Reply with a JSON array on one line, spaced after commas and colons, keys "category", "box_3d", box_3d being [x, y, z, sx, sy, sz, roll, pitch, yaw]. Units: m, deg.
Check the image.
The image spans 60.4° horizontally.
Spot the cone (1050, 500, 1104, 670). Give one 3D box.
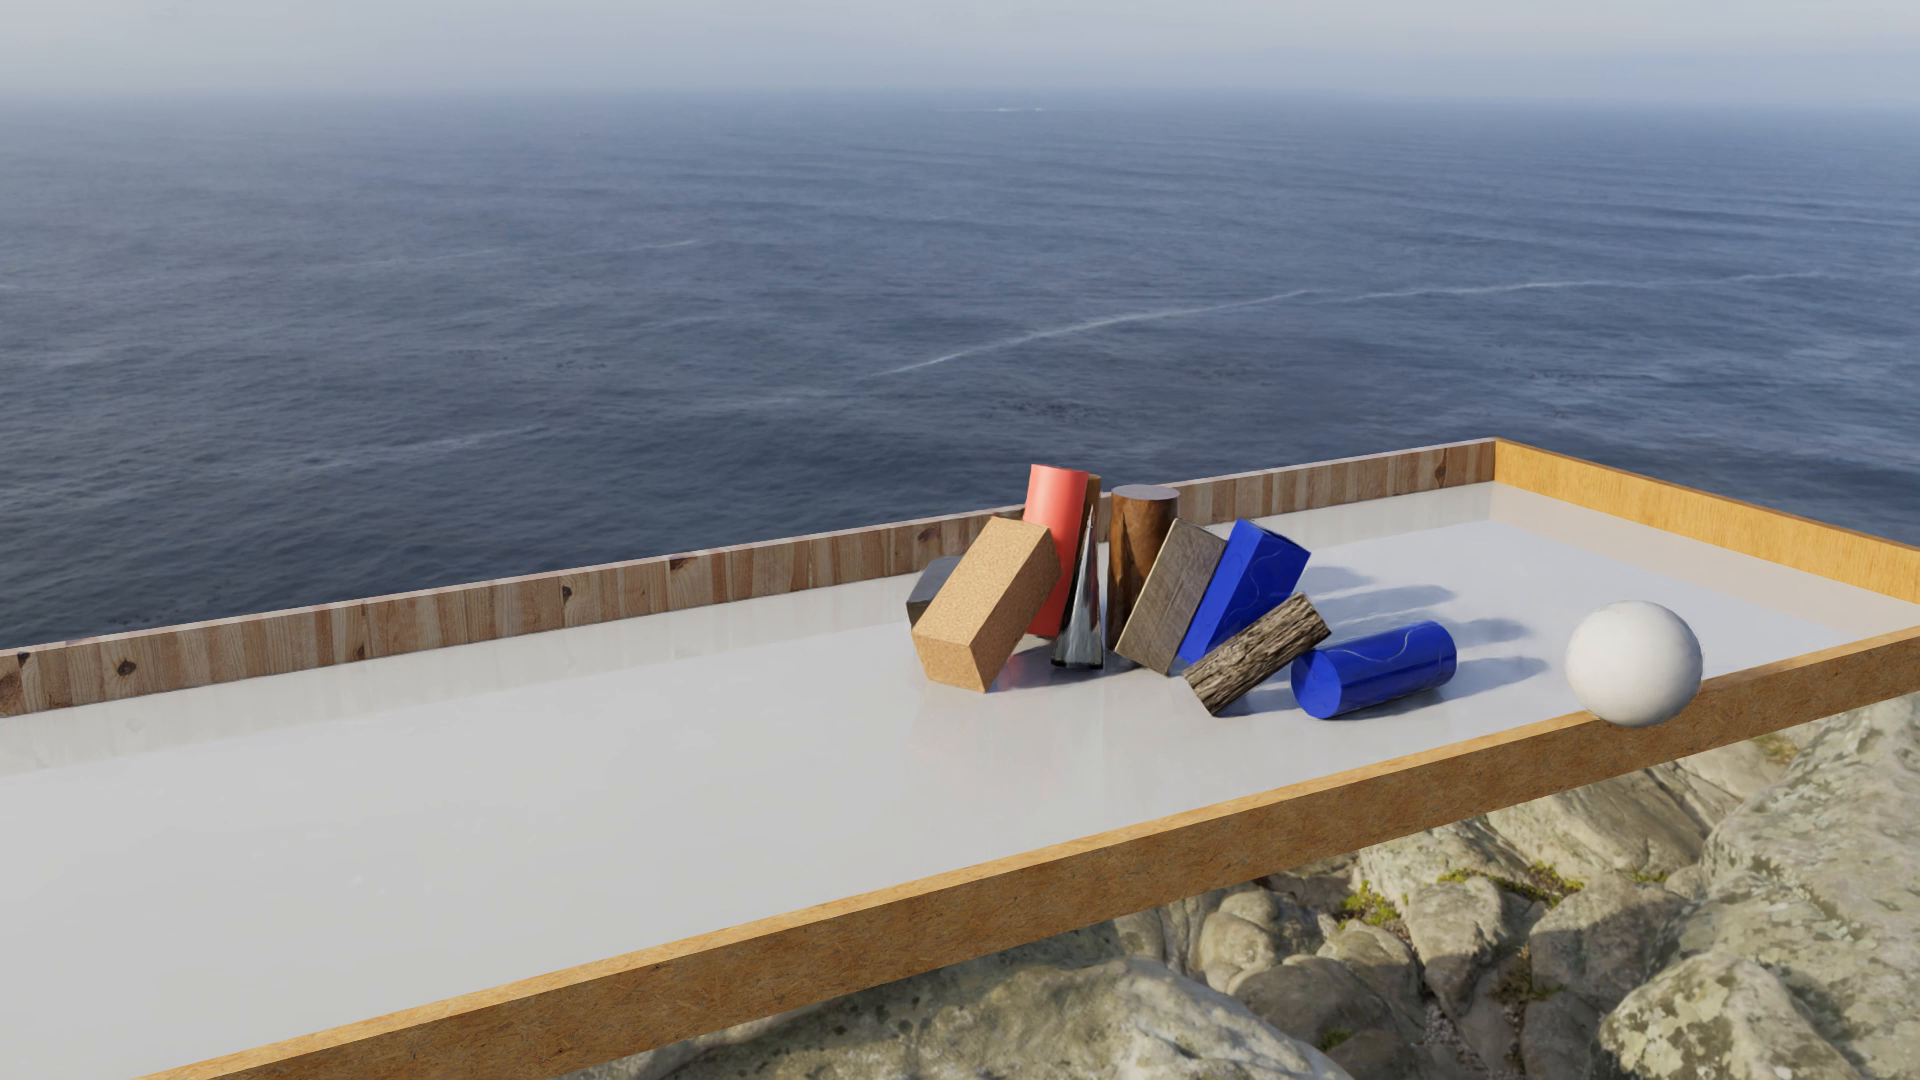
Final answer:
[{"category": "cone", "box_3d": [0.318, 0.110, 4.192, 0.136, 0.424, 0.136, 5, 3, 0]}]

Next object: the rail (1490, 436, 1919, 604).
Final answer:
[{"category": "rail", "box_3d": [2.466, -0.048, 5.253, 0.050, 0.150, 2.100, -9, 18, -27]}]

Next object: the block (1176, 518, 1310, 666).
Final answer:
[{"category": "block", "box_3d": [0.702, 0.156, 4.113, 0.145, 0.375, 0.145, 22, 9, -20]}]

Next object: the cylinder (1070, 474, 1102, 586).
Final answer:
[{"category": "cylinder", "box_3d": [0.309, 0.015, 4.585, 0.137, 0.391, 0.137, 4, 10, -1]}]

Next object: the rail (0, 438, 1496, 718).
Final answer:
[{"category": "rail", "box_3d": [-3.305, 0.497, 3.399, 12.000, 0.150, 0.050, -9, 18, -27]}]

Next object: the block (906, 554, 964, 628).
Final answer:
[{"category": "block", "box_3d": [-0.047, 0.158, 4.574, 0.114, 0.114, 0.395, -10, 14, 12]}]

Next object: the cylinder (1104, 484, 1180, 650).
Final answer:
[{"category": "cylinder", "box_3d": [0.478, 0.078, 4.339, 0.178, 0.419, 0.178, 1, 15, 0]}]

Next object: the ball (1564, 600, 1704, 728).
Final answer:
[{"category": "ball", "box_3d": [1.415, 0.259, 3.468, 0.269, 0.269, 0.269, 0, 16, 0]}]

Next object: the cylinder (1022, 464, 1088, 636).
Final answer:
[{"category": "cylinder", "box_3d": [0.235, 0.026, 4.436, 0.154, 0.444, 0.154, 9, 5, -1]}]

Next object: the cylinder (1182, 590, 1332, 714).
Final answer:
[{"category": "cylinder", "box_3d": [0.702, 0.268, 3.911, 0.340, 0.126, 0.126, -35, 16, 6]}]

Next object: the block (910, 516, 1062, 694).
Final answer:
[{"category": "block", "box_3d": [0.074, 0.158, 4.185, 0.170, 0.170, 0.440, 10, 47, 31]}]

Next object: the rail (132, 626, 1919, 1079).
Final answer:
[{"category": "rail", "box_3d": [-2.336, 1.006, 1.665, 12.000, 0.150, 0.050, -9, 18, -27]}]

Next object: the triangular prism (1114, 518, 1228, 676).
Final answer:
[{"category": "triangular prism", "box_3d": [0.543, 0.143, 4.216, 0.144, 0.371, 0.125, 25, 6, 10]}]

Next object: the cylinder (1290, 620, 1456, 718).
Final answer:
[{"category": "cylinder", "box_3d": [1.006, 0.311, 4.002, 0.391, 0.167, 0.167, -10, 19, -31]}]
